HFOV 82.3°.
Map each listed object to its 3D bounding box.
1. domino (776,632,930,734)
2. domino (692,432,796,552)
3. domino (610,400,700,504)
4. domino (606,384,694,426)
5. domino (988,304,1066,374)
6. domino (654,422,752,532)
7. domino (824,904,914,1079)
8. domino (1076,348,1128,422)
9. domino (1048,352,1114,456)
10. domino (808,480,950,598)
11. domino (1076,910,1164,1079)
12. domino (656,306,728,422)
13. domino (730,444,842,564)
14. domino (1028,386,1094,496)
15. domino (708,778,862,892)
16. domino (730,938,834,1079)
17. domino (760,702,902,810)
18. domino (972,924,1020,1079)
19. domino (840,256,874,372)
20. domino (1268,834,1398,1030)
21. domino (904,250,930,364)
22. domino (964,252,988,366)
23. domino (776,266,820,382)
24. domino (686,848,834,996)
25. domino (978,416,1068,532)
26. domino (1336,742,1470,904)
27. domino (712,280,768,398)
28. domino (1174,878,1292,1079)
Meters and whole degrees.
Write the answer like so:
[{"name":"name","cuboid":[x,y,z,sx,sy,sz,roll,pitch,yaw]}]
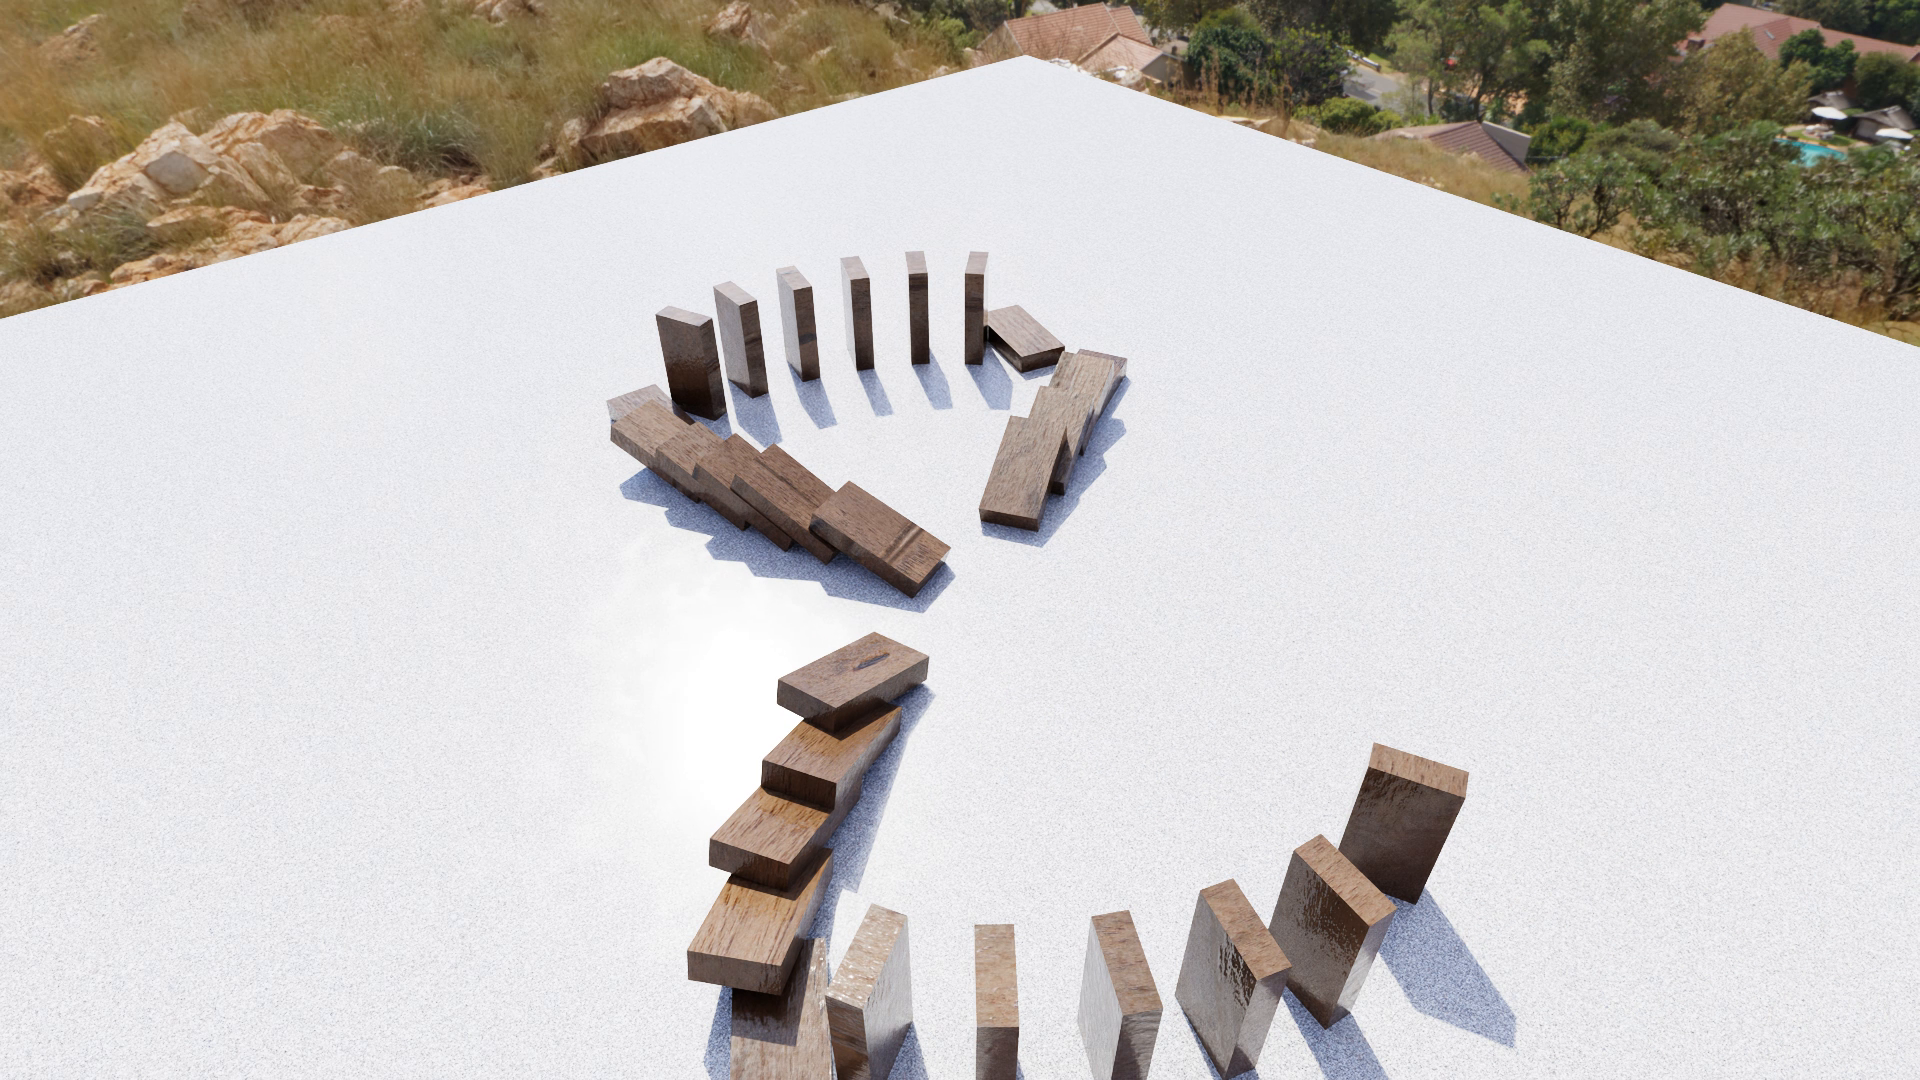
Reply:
[{"name":"domino","cuboid":[-0.035,0.047,0.372,0.025,0.010,0.050,20,25,30]},{"name":"domino","cuboid":[-0.082,-0.020,0.451,0.050,0.009,0.025,38,48,4]},{"name":"domino","cuboid":[-0.125,-0.039,0.479,0.050,0.010,0.025,35,48,11]},{"name":"domino","cuboid":[-0.141,-0.054,0.509,0.025,0.010,0.050,-26,46,-28]},{"name":"domino","cuboid":[0.031,-0.105,0.572,0.025,0.009,0.050,-17,42,-20]},{"name":"domino","cuboid":[-0.101,-0.027,0.465,0.050,0.010,0.025,36,49,12]},{"name":"domino","cuboid":[-0.021,0.115,0.271,0.009,0.050,0.025,14,41,16]},{"name":"domino","cuboid":[0.062,-0.075,0.535,0.025,0.010,0.050,15,42,18]},{"name":"domino","cuboid":[0.052,-0.064,0.508,0.025,0.010,0.050,14,61,17]},{"name":"domino","cuboid":[-0.031,-0.001,0.432,0.050,0.009,0.025,33,47,10]},{"name":"domino","cuboid":[0.038,0.116,0.269,0.009,0.050,0.025,-7,40,-9]},{"name":"domino","cuboid":[-0.125,-0.082,0.511,0.025,0.050,0.010,18,43,21]},{"name":"domino","cuboid":[-0.065,-0.015,0.444,0.050,0.010,0.025,38,48,4]},{"name":"domino","cuboid":[0.041,-0.045,0.486,0.025,0.010,0.050,13,60,15]},{"name":"domino","cuboid":[-0.051,0.083,0.330,0.025,0.009,0.050,13,22,15]},{"name":"domino","cuboid":[-0.046,0.130,0.285,0.025,0.010,0.050,-5,40,-6]},{"name":"domino","cuboid":[-0.040,0.065,0.351,0.025,0.009,0.050,14,23,16]},{"name":"domino","cuboid":[0.008,0.118,0.267,0.010,0.050,0.025,0,39,0]},{"name":"domino","cuboid":[-0.051,-0.113,0.549,0.009,0.050,0.025,-10,40,-12]},{"name":"domino","cuboid":[0.095,0.103,0.286,0.009,0.050,0.025,-21,44,-24]},{"name":"domino","cuboid":[-0.021,-0.117,0.554,0.010,0.050,0.025,-4,39,-5]},{"name":"domino","cuboid":[0.008,-0.116,0.554,0.010,0.050,0.025,4,40,5]},{"name":"domino","cuboid":[-0.079,-0.106,0.541,0.009,0.050,0.025,-17,42,-20]},{"name":"domino","cuboid":[-0.054,0.103,0.305,0.025,0.009,0.050,6,20,8]},{"name":"domino","cuboid":[0.027,-0.029,0.466,0.025,0.009,0.050,11,60,14]},{"name":"domino","cuboid":[0.124,0.081,0.312,0.025,0.050,0.010,16,42,19]},{"name":"domino","cuboid":[-0.105,-0.096,0.529,0.009,0.050,0.025,-27,46,-29]},{"name":"domino","cuboid":[0.067,0.111,0.276,0.009,0.050,0.025,-14,41,-16]}]
